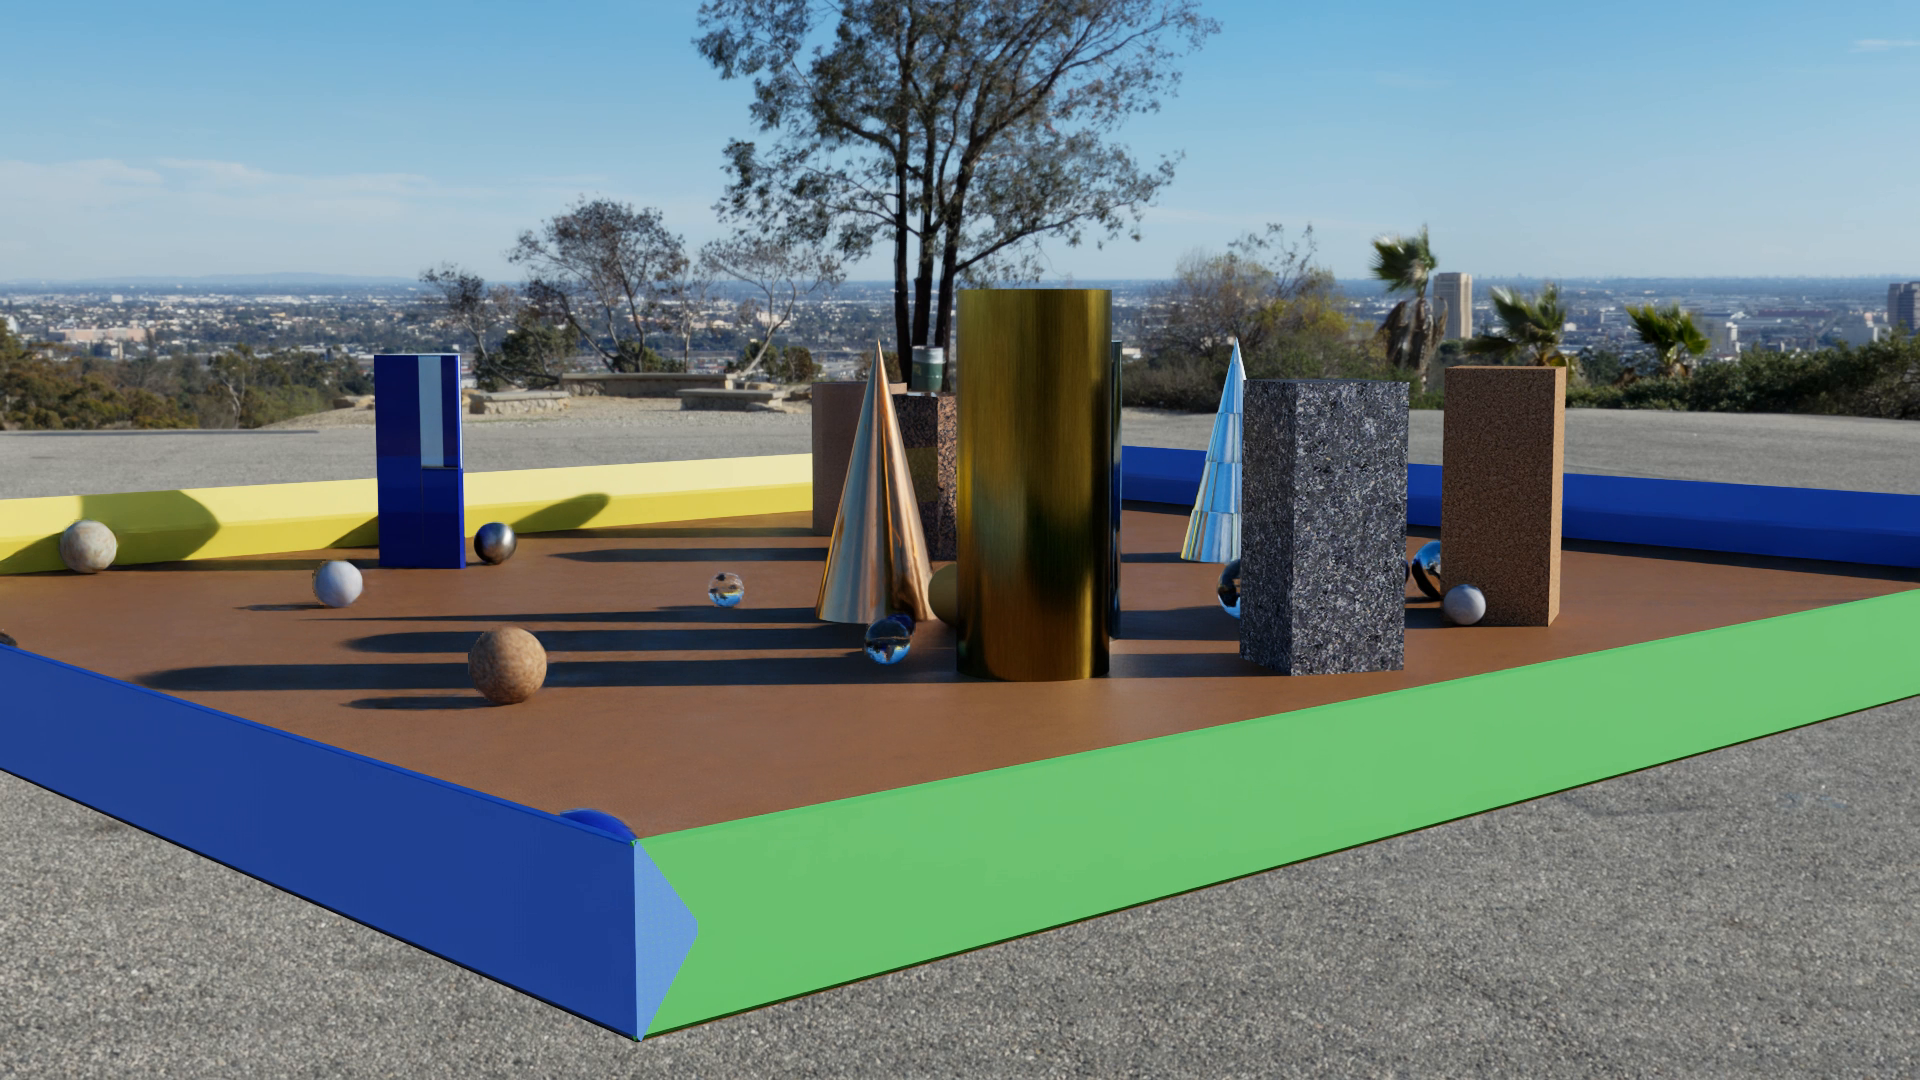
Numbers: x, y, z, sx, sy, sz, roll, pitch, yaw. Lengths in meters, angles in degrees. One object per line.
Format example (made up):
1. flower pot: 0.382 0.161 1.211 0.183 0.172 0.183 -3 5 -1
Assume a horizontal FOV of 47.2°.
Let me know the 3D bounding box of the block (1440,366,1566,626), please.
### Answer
1. block: 0.781 -0.068 3.160 0.152 0.360 0.152 2 6 20

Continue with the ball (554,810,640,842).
1. ball: -0.265 0.236 1.541 0.095 0.095 0.095 0 6 0

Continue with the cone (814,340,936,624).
1. cone: -0.118 -0.092 3.181 0.189 0.404 0.189 0 6 0

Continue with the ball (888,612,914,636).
1. ball: -0.082 0.116 2.936 0.040 0.040 0.040 0 6 0

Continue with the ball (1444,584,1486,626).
1. ball: 0.709 0.091 3.088 0.059 0.059 0.059 0 6 0

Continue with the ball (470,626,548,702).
1. ball: -0.510 0.141 2.486 0.086 0.086 0.086 0 6 0

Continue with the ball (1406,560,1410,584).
1. ball: 0.649 0.049 3.378 0.081 0.081 0.081 0 6 0

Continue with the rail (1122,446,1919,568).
1. rail: 1.092 -0.074 4.334 0.045 0.123 2.693 -6 8 -42

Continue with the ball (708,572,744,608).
1. ball: -0.349 0.074 3.277 0.053 0.053 0.053 0 6 0

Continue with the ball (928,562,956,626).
1. ball: -0.001 0.076 3.083 0.091 0.091 0.091 0 6 0

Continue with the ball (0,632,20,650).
1. ball: -1.098 0.143 2.471 0.087 0.087 0.087 0 6 0

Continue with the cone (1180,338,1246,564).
1. cone: 0.490 -0.165 3.916 0.189 0.393 0.189 0 6 0

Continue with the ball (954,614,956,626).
1. ball: 0.036 0.104 2.842 0.085 0.085 0.085 0 6 0

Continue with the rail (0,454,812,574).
1. rail: -0.897 -0.070 4.299 3.019 0.123 0.045 -6 8 -42

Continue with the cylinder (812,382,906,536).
1. cylinder: -0.200 -0.164 4.374 0.189 0.296 0.189 0 6 0

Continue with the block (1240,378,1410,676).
1. block: 0.452 -0.021 2.742 0.152 0.354 0.152 -2 6 -17

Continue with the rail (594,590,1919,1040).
1. rail: 0.897 0.134 2.365 3.019 0.123 0.045 -6 8 -42

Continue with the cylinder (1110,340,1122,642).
1. cylinder: 0.123 -0.068 2.972 0.189 0.400 0.189 0 6 0

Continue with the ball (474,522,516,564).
1. ball: -0.811 0.005 3.834 0.073 0.073 0.073 0 6 0

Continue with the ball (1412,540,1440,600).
1. ball: 0.738 0.045 3.368 0.091 0.091 0.091 0 6 0

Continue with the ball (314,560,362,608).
1. ball: -0.928 0.065 3.281 0.070 0.070 0.070 0 6 0

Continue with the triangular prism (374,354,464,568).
1. triangular prism: -0.908 -0.142 3.836 0.164 0.365 0.142 2 6 17

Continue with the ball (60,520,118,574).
1. ball: -1.464 0.011 3.692 0.091 0.091 0.091 0 6 0

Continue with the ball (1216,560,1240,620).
1. ball: 0.411 0.070 3.136 0.090 0.090 0.090 0 6 0

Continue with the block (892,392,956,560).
1. block: -0.034 -0.120 3.991 0.152 0.289 0.152 -5 8 -42

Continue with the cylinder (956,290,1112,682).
1. cylinder: 0.090 -0.072 2.695 0.189 0.466 0.189 0 6 0

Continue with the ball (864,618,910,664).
1. ball: -0.091 0.127 2.750 0.058 0.058 0.058 0 6 0

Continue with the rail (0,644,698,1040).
1. rail: -1.092 0.138 2.330 0.045 0.123 2.693 -6 8 -42
